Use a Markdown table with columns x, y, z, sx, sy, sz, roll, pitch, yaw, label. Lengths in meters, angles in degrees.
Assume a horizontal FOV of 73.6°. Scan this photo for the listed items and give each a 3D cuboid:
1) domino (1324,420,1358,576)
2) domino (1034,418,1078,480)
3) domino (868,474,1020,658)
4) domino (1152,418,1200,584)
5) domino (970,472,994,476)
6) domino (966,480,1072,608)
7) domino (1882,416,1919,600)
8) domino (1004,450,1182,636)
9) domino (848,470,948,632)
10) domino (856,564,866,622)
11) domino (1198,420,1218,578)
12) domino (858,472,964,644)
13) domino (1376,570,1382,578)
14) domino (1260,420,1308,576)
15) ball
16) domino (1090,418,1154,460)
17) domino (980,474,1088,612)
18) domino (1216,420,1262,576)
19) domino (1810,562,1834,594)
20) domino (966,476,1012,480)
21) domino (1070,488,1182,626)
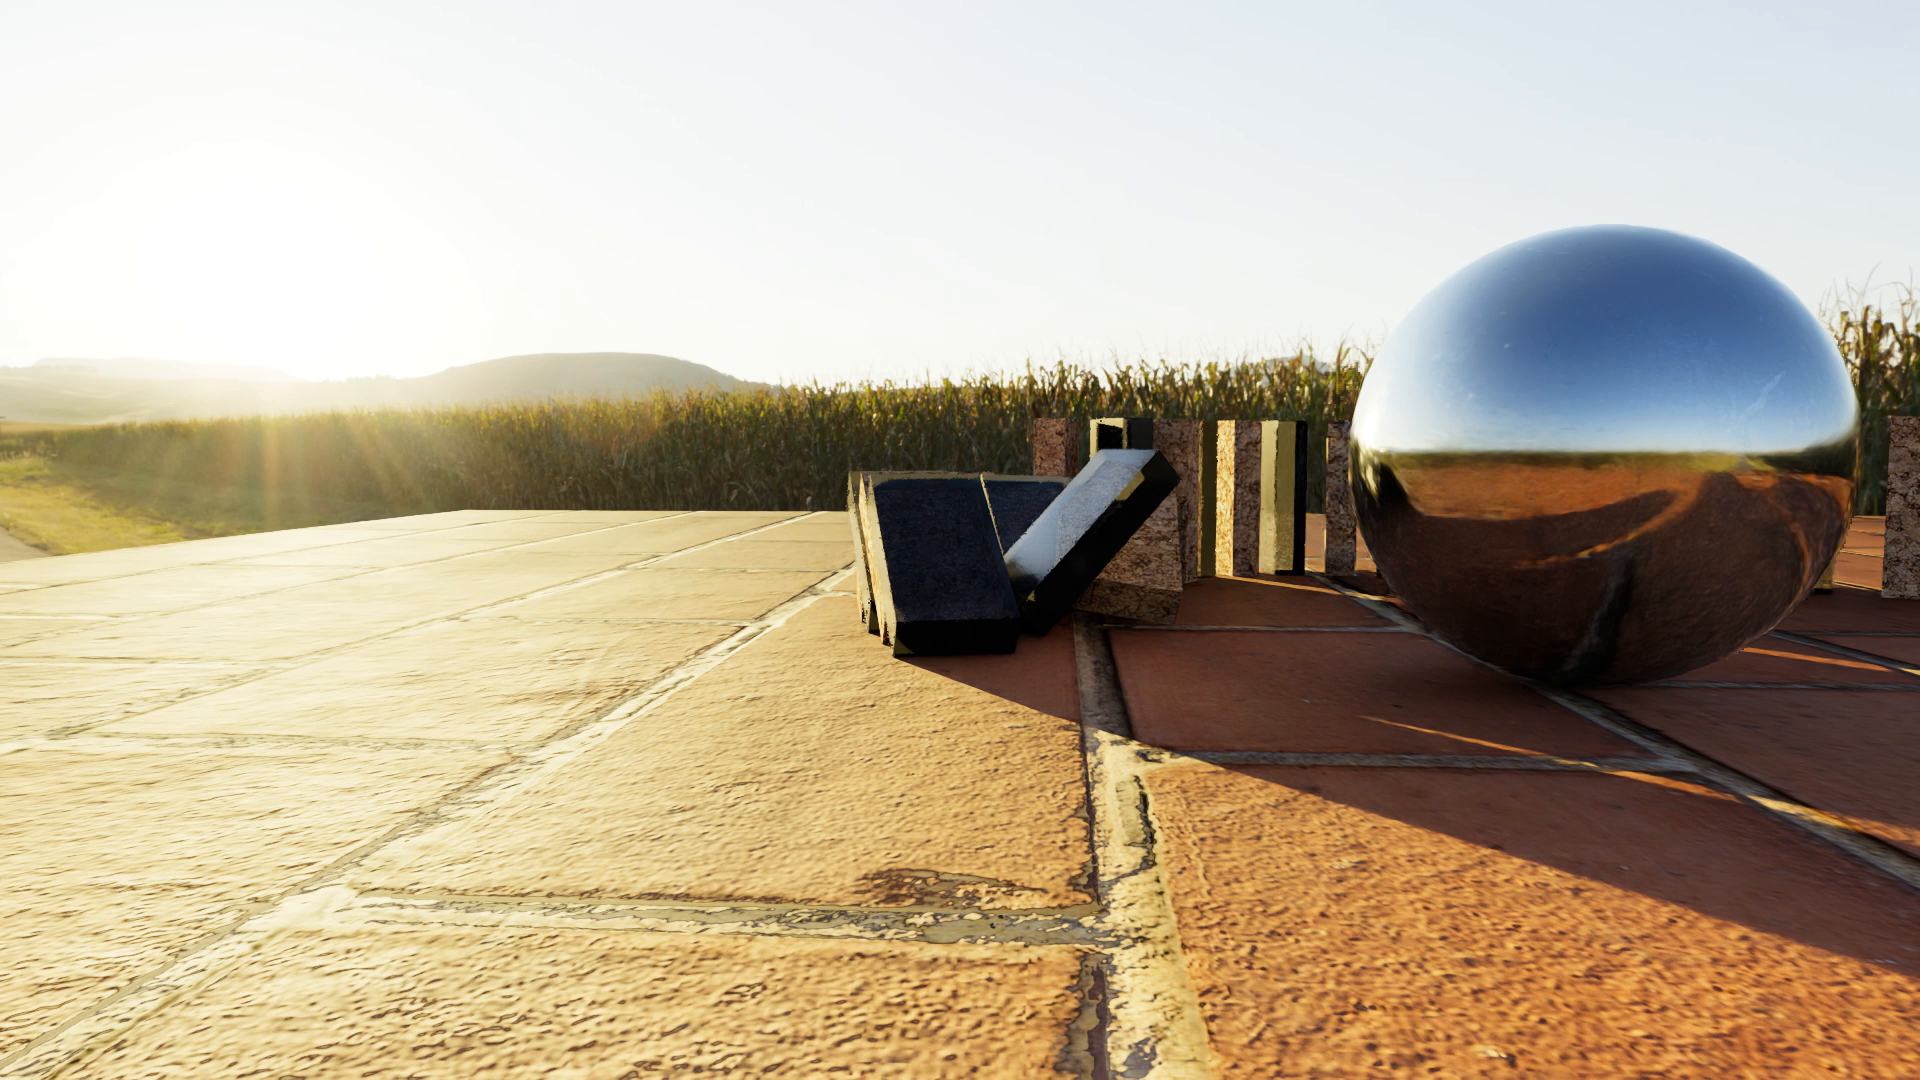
| x | y | z | sx | sy | sz | roll | pitch | yaw | label |
| --- | --- | --- | --- | --- | --- | --- | --- | --- | --- |
| 0.126 | -0.014 | 0.424 | 0.009 | 0.050 | 0.025 | 1 | 4 | 15 | domino |
| 0.029 | -0.012 | 0.391 | 0.009 | 0.050 | 0.025 | 1 | 4 | 14 | domino |
| -0.005 | 0.004 | 0.275 | 0.025 | 0.010 | 0.050 | -1 | 38 | -11 | domino |
| 0.061 | -0.012 | 0.401 | 0.025 | 0.050 | 0.009 | 3 | 5 | 32 | domino |
| 0.003 | -0.004 | 0.393 | 0.025 | 0.010 | 0.050 | -4 | 33 | -9 | domino |
| 0.013 | 0.000 | 0.351 | 0.025 | 0.010 | 0.050 | -1 | 33 | -14 | domino |
| 0.267 | -0.010 | 0.361 | 0.009 | 0.050 | 0.025 | 3 | 5 | 37 | domino |
| 0.027 | -0.001 | 0.300 | 0.050 | 0.009 | 0.025 | -47 | 22 | -16 | domino |
| -0.012 | 0.002 | 0.308 | 0.025 | 0.010 | 0.050 | -1 | 38 | -11 | domino |
| -0.014 | 0.013 | 0.331 | 0.025 | 0.010 | 0.050 | 0 | 4 | -6 | domino |
| 0.069 | -0.014 | 0.414 | 0.025 | 0.050 | 0.009 | 4 | 6 | 40 | domino |
| -0.008 | 0.003 | 0.292 | 0.025 | 0.010 | 0.050 | -1 | 38 | -11 | domino |
| 0.142 | -0.014 | 0.419 | 0.009 | 0.050 | 0.025 | 2 | 5 | 21 | domino |
| 0.107 | -0.014 | 0.427 | 0.009 | 0.050 | 0.025 | 0 | 4 | 2 | domino |
| 0.110 | -0.014 | 0.225 | 0.080 | 0.080 | 0.080 | 0 | 4 | 0 | ball |
| 0.049 | -0.012 | 0.389 | 0.009 | 0.050 | 0.025 | -1 | 4 | -16 | domino |
| 0.021 | 0.000 | 0.335 | 0.025 | 0.010 | 0.050 | 2 | 33 | -9 | domino |
| 0.089 | -0.014 | 0.425 | 0.009 | 0.050 | 0.025 | -1 | 4 | -15 | domino |
| 0.250 | -0.010 | 0.374 | 0.009 | 0.050 | 0.025 | 3 | 5 | 35 | domino |
| 0.008 | -0.001 | 0.371 | 0.025 | 0.010 | 0.050 | -2 | 33 | -13 | domino |
| 0.041 | 0.001 | 0.320 | 0.025 | 0.009 | 0.050 | 9 | 32 | 1 | domino |
